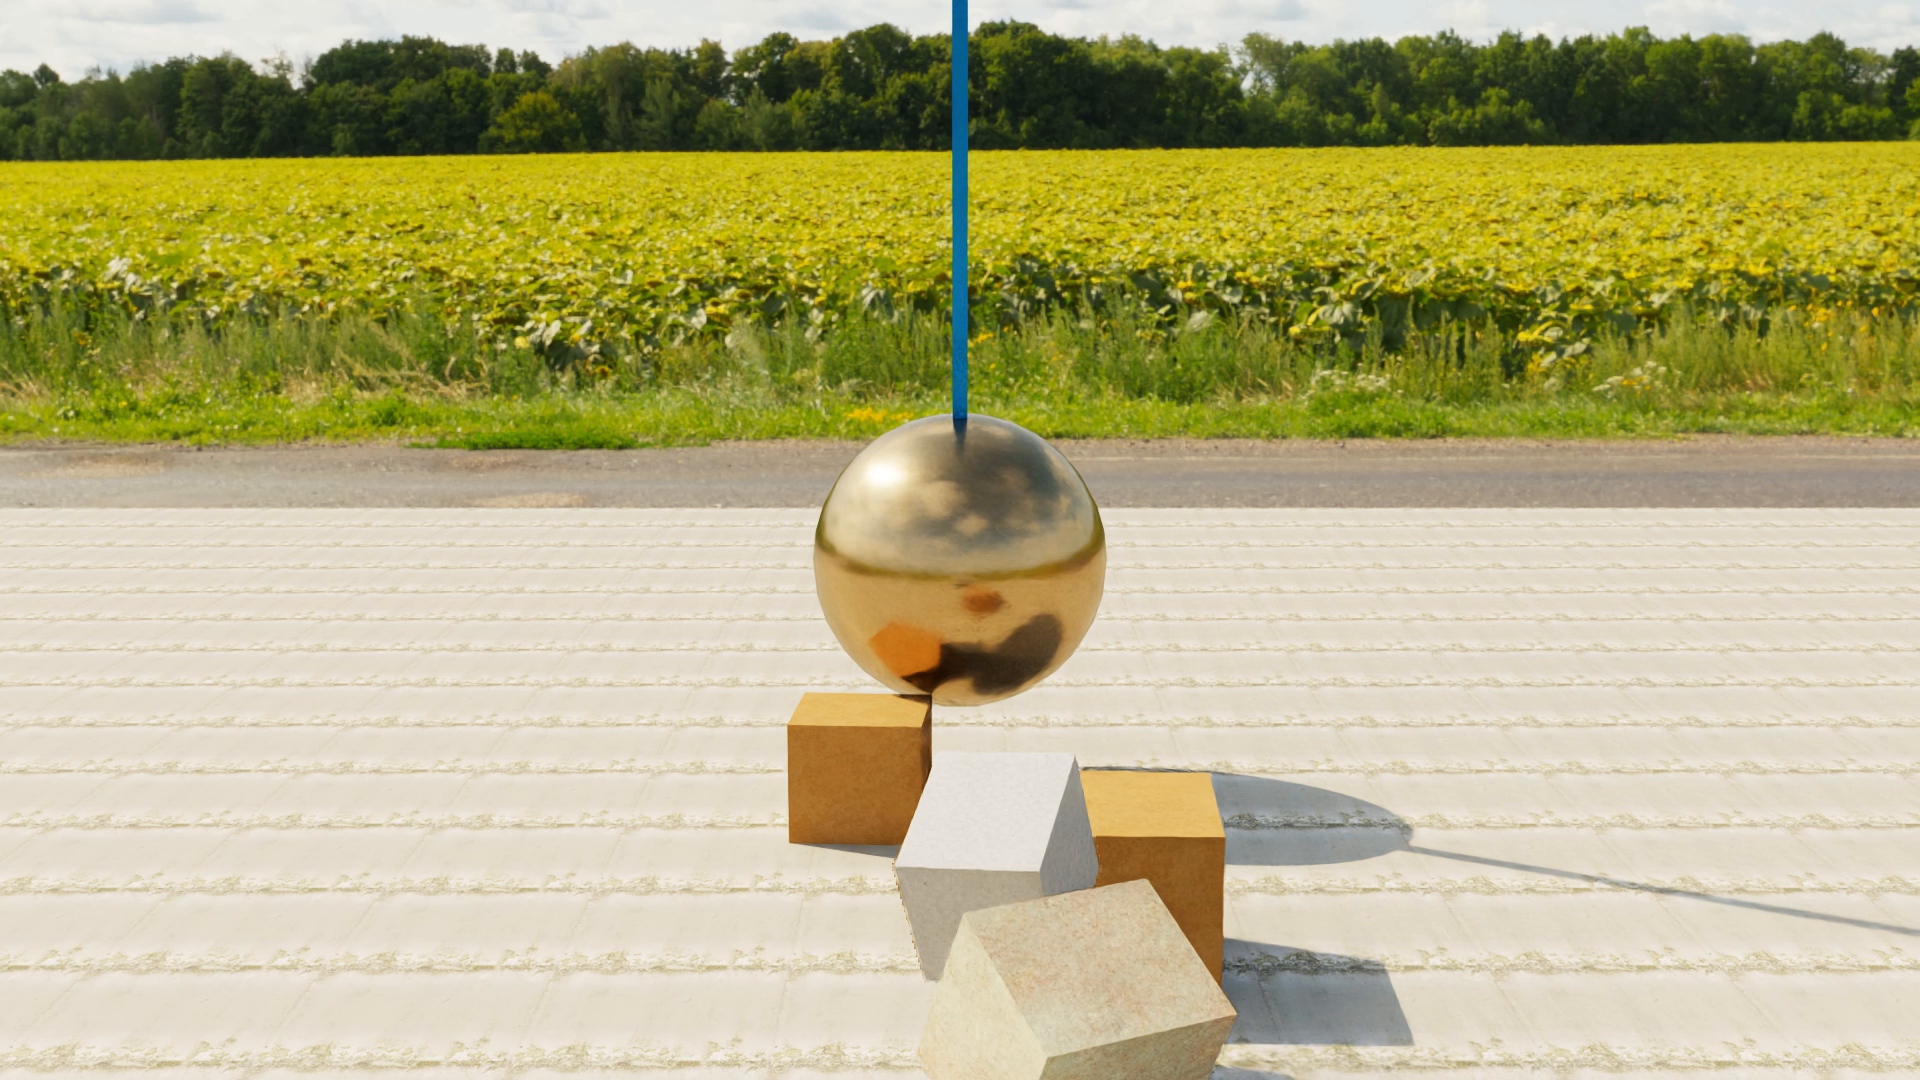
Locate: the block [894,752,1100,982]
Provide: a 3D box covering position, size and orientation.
[{"bbox_3d":[0.153,1.227,8.242,0.541,0.586,0.633,-1,35,18],"label":"block"}]

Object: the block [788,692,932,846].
[{"bbox_3d":[-0.508,1.175,11.375,0.675,0.618,0.659,1,10,4],"label":"block"}]

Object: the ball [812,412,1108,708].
[{"bbox_3d":[0.000,0.106,11.957,1.600,1.600,1.600,0,10,0],"label":"ball"}]

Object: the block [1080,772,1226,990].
[{"bbox_3d":[0.648,1.476,9.352,0.869,0.750,0.920,0,10,2],"label":"block"}]

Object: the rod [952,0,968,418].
[{"bbox_3d":[0.000,-3.138,10.938,0.080,5.200,0.080,0,17,0],"label":"rod"}]

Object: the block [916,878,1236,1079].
[{"bbox_3d":[0.385,1.702,7.584,0.738,0.720,0.635,-6,41,-28],"label":"block"}]
